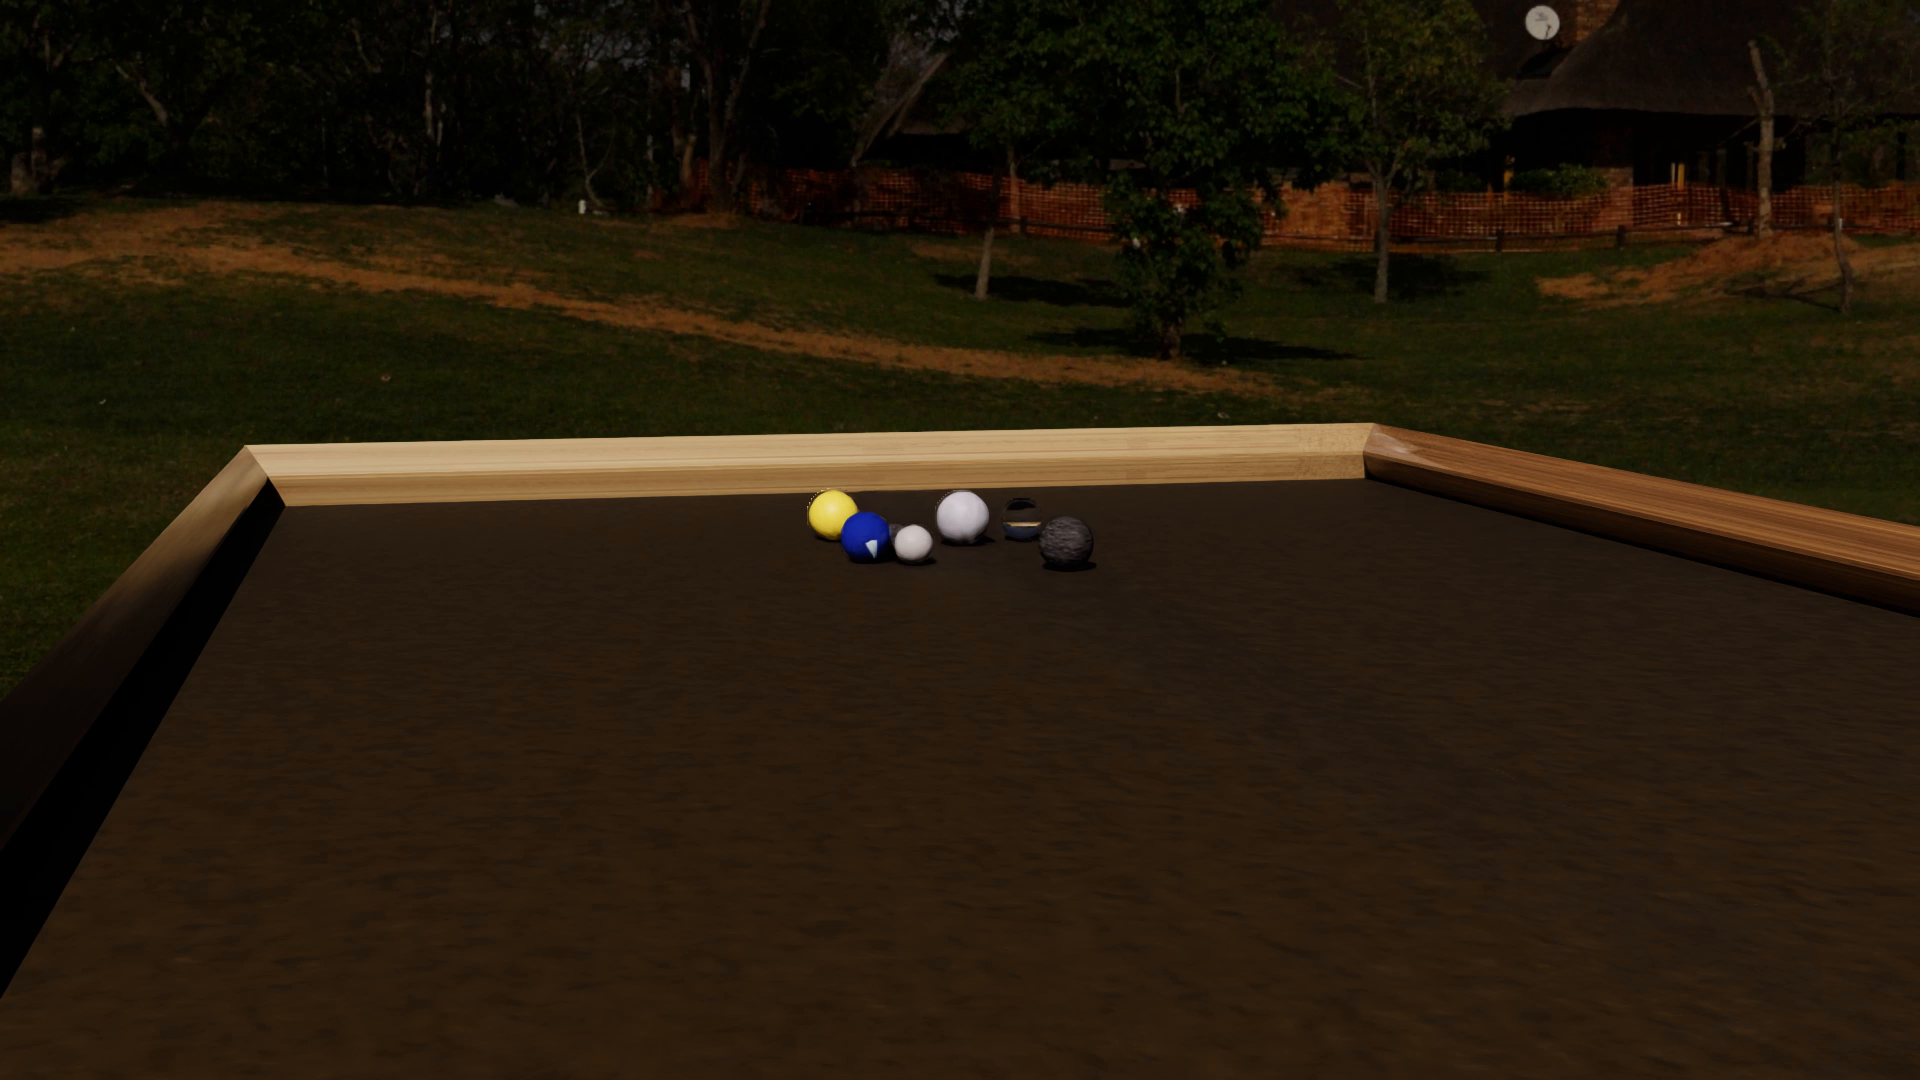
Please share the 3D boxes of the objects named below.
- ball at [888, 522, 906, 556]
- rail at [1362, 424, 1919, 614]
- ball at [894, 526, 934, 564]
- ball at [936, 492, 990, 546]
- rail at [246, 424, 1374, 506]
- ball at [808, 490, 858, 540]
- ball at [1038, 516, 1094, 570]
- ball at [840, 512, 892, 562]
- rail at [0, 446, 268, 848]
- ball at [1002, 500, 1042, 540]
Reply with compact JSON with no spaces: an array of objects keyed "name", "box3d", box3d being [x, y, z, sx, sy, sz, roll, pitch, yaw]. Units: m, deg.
[{"name":"ball","box3d":[-0.111,-0.002,3.736,0.055,0.055,0.055,0,8,0]},{"name":"rail","box3d":[1.410,0.081,2.856,0.045,0.123,4.359,-2,8,-13]},{"name":"ball","box3d":[-0.076,0.008,3.623,0.065,0.065,0.065,0,8,0]},{"name":"ball","box3d":[0.005,-0.038,3.857,0.095,0.095,0.095,0,8,0]},{"name":"rail","box3d":[-0.244,-0.162,4.665,2.431,0.123,0.045,-2,8,-13]},{"name":"ball","box3d":[-0.225,-0.043,3.917,0.089,0.089,0.089,0,8,0]},{"name":"ball","box3d":[0.172,0.005,3.557,0.089,0.089,0.089,0,8,0]},{"name":"ball","box3d":[-0.156,-0.005,3.645,0.085,0.085,0.085,0,8,0]},{"name":"rail","box3d":[-0.910,0.154,2.314,0.045,0.123,4.359,-2,8,-13]},{"name":"ball","box3d":[0.110,-0.035,3.917,0.072,0.072,0.072,0,8,0]}]
